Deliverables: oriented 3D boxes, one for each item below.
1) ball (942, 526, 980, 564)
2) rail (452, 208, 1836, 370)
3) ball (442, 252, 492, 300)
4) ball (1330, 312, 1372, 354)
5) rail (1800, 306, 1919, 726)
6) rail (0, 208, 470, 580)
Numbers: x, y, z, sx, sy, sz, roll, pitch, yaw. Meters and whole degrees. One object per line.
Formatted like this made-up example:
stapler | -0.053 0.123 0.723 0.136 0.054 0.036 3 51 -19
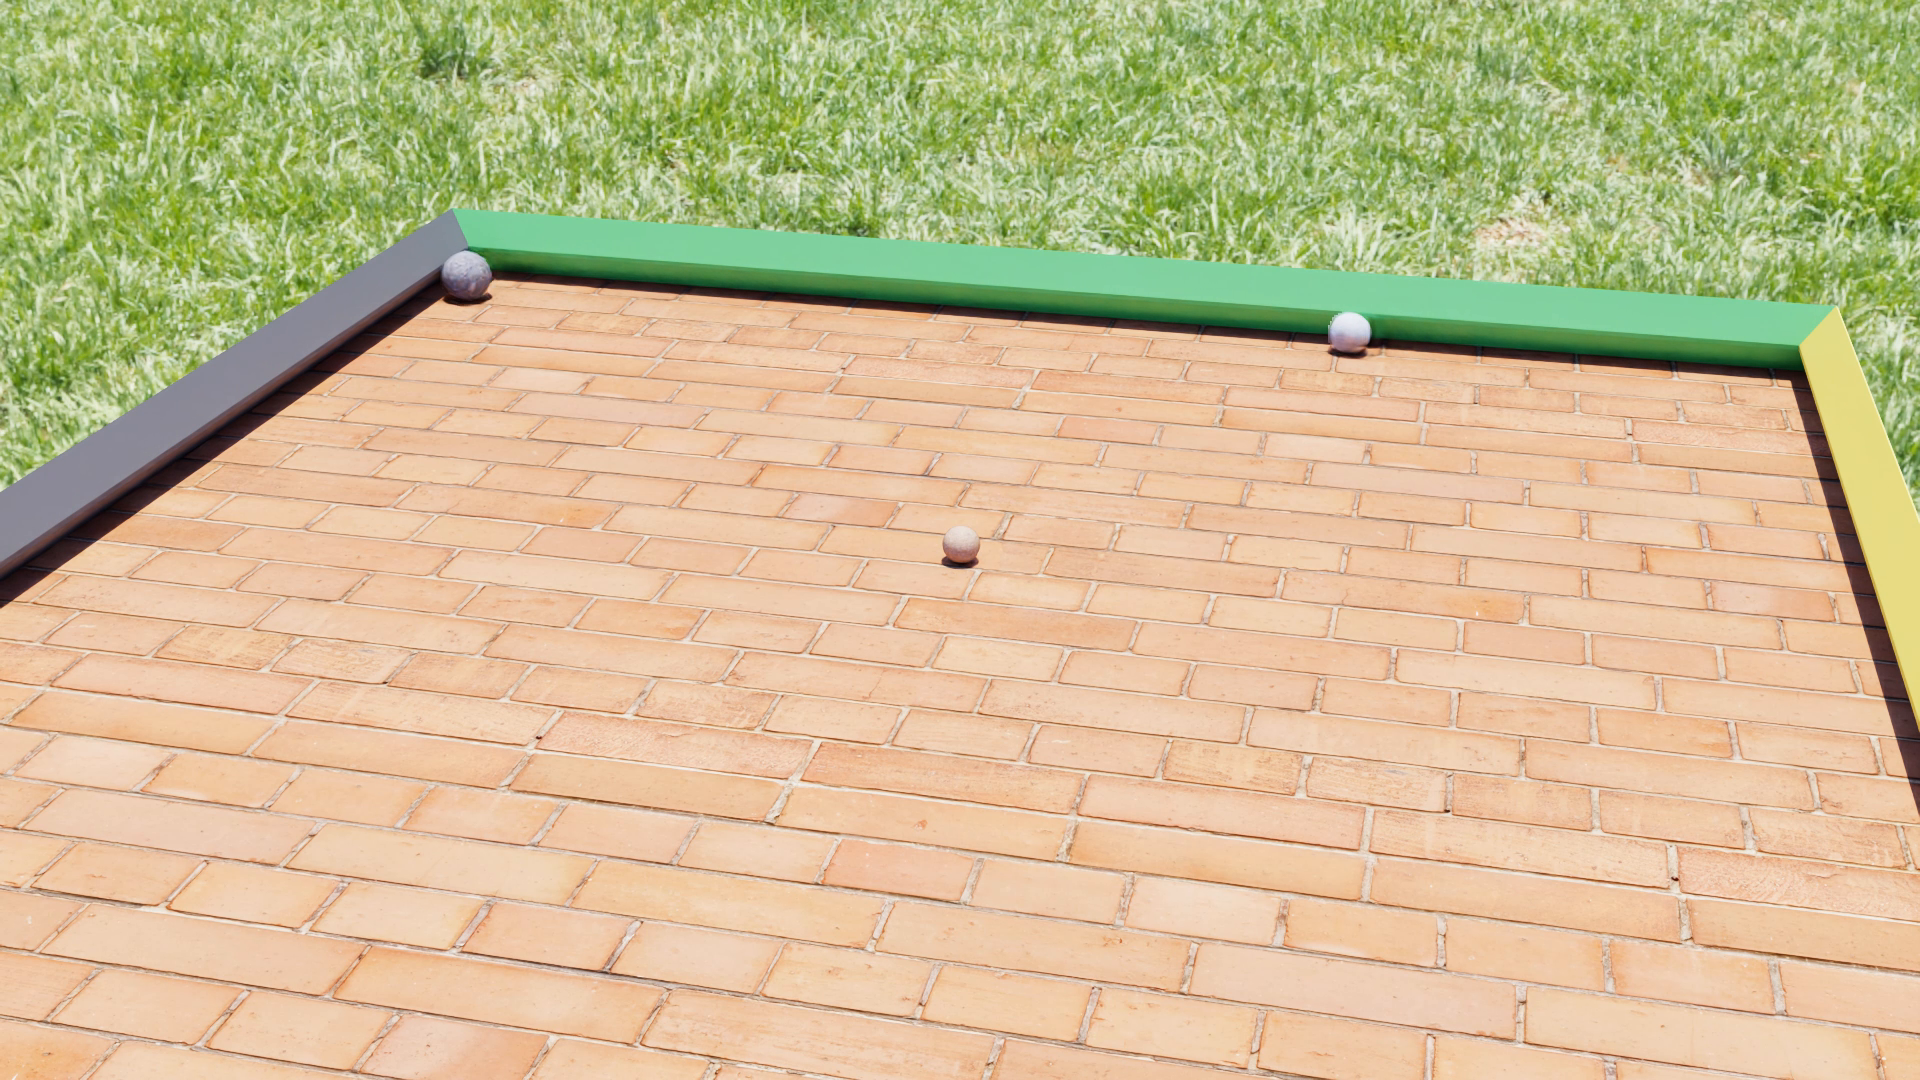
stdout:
ball | 0.001 0.005 2.350 0.041 0.041 0.041 0 25 0
rail | 0.186 -0.347 3.051 1.944 0.090 0.045 6 25 12
ball | -0.706 -0.378 3.146 0.069 0.069 0.069 0 25 0
ball | 0.523 -0.277 2.943 0.055 0.055 0.055 0 25 0
rail | 0.731 0.409 1.412 0.045 0.090 3.307 6 25 12
rail | -1.114 0.225 1.811 0.045 0.090 3.307 6 25 12
